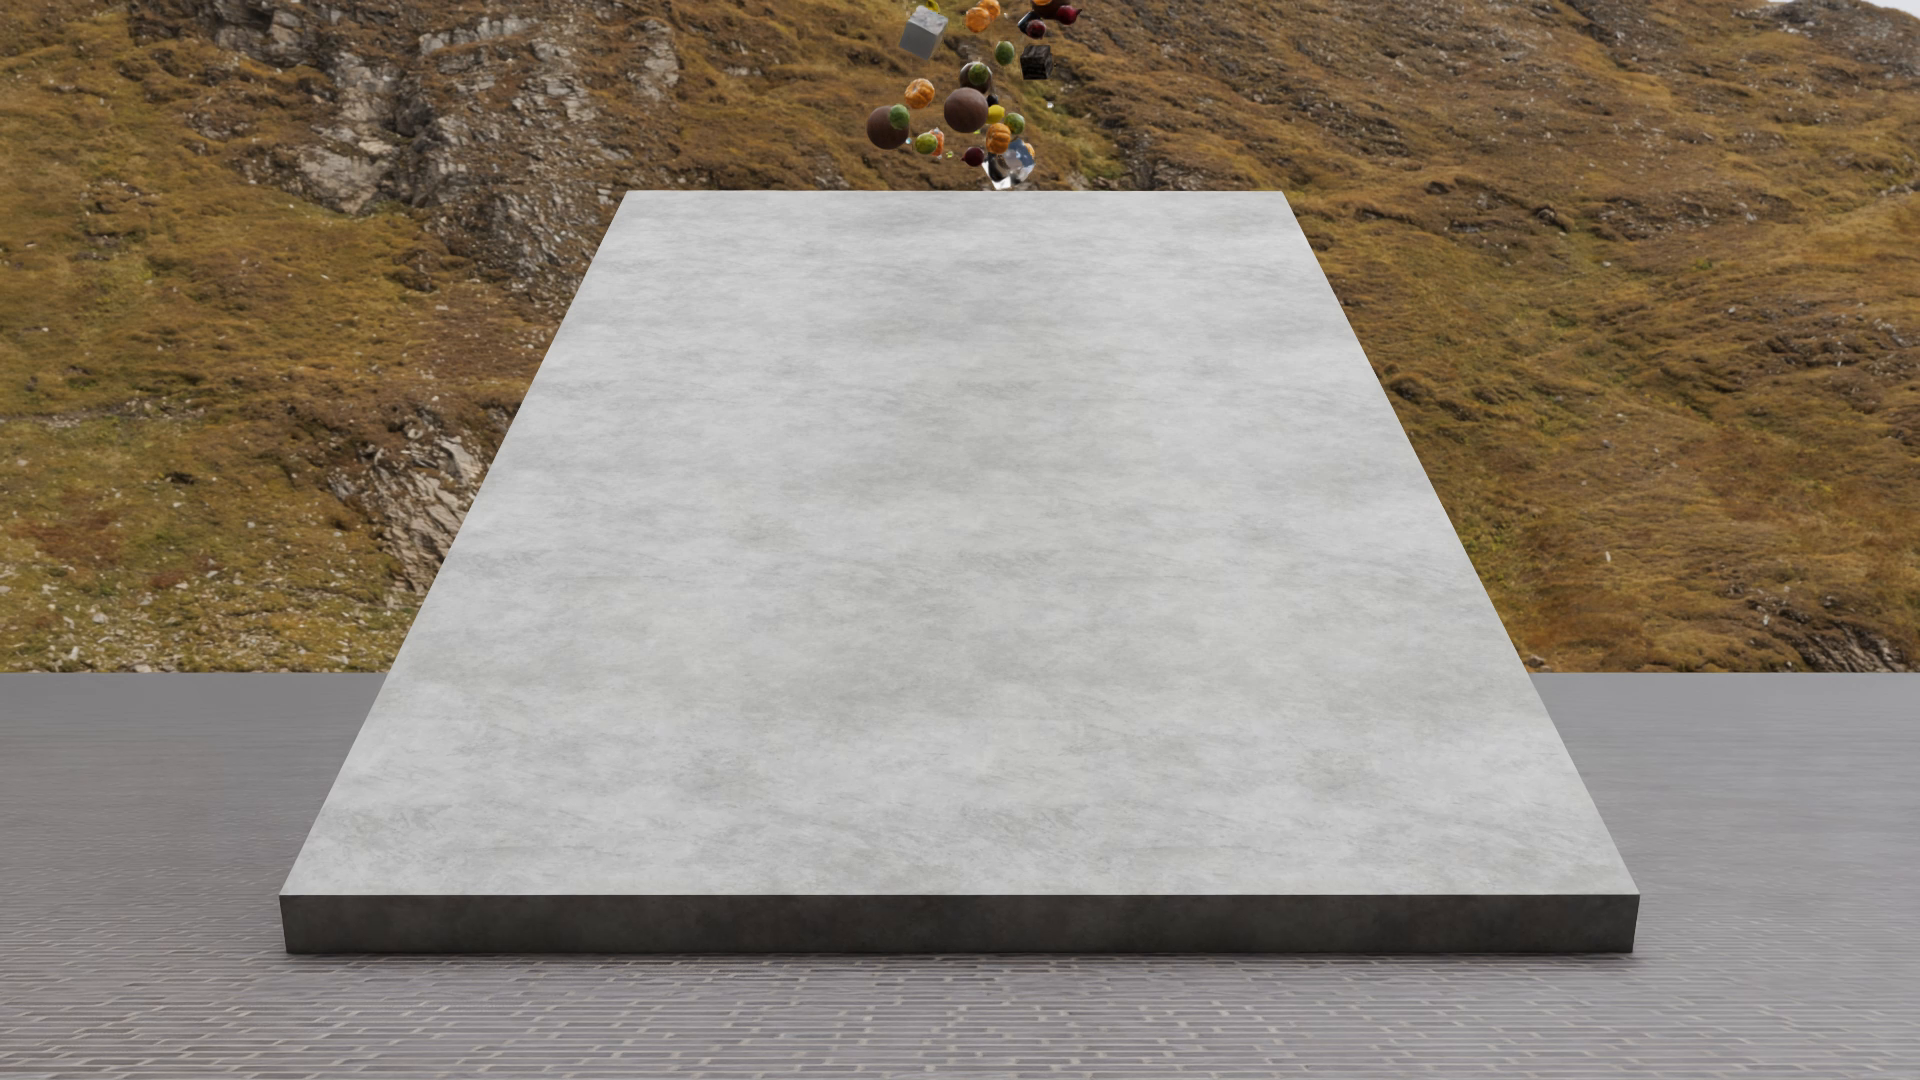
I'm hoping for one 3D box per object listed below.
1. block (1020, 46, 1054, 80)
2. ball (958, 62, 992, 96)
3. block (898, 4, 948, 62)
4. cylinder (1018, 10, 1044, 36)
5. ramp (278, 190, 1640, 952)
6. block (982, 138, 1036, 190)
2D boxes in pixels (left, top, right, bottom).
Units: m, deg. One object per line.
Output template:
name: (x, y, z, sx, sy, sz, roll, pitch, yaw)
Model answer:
block: (0.229, -1.425, 6.918, 0.074, 0.074, 0.074, 2, 39, 19)
ball: (0.047, -1.361, 6.839, 0.100, 0.100, 0.100, 0, -3, 0)
block: (-0.105, -1.481, 6.766, 0.097, 0.097, 0.097, 27, -43, 1)
cylinder: (0.213, -1.564, 7.017, 0.055, 0.055, 0.055, -45, -26, 24)
ramp: (-0.008, -0.227, 5.259, 2.000, 0.100, 4.000, 0, 23, 0)
block: (0.145, -1.124, 6.925, 0.098, 0.098, 0.098, -20, -17, -34)
